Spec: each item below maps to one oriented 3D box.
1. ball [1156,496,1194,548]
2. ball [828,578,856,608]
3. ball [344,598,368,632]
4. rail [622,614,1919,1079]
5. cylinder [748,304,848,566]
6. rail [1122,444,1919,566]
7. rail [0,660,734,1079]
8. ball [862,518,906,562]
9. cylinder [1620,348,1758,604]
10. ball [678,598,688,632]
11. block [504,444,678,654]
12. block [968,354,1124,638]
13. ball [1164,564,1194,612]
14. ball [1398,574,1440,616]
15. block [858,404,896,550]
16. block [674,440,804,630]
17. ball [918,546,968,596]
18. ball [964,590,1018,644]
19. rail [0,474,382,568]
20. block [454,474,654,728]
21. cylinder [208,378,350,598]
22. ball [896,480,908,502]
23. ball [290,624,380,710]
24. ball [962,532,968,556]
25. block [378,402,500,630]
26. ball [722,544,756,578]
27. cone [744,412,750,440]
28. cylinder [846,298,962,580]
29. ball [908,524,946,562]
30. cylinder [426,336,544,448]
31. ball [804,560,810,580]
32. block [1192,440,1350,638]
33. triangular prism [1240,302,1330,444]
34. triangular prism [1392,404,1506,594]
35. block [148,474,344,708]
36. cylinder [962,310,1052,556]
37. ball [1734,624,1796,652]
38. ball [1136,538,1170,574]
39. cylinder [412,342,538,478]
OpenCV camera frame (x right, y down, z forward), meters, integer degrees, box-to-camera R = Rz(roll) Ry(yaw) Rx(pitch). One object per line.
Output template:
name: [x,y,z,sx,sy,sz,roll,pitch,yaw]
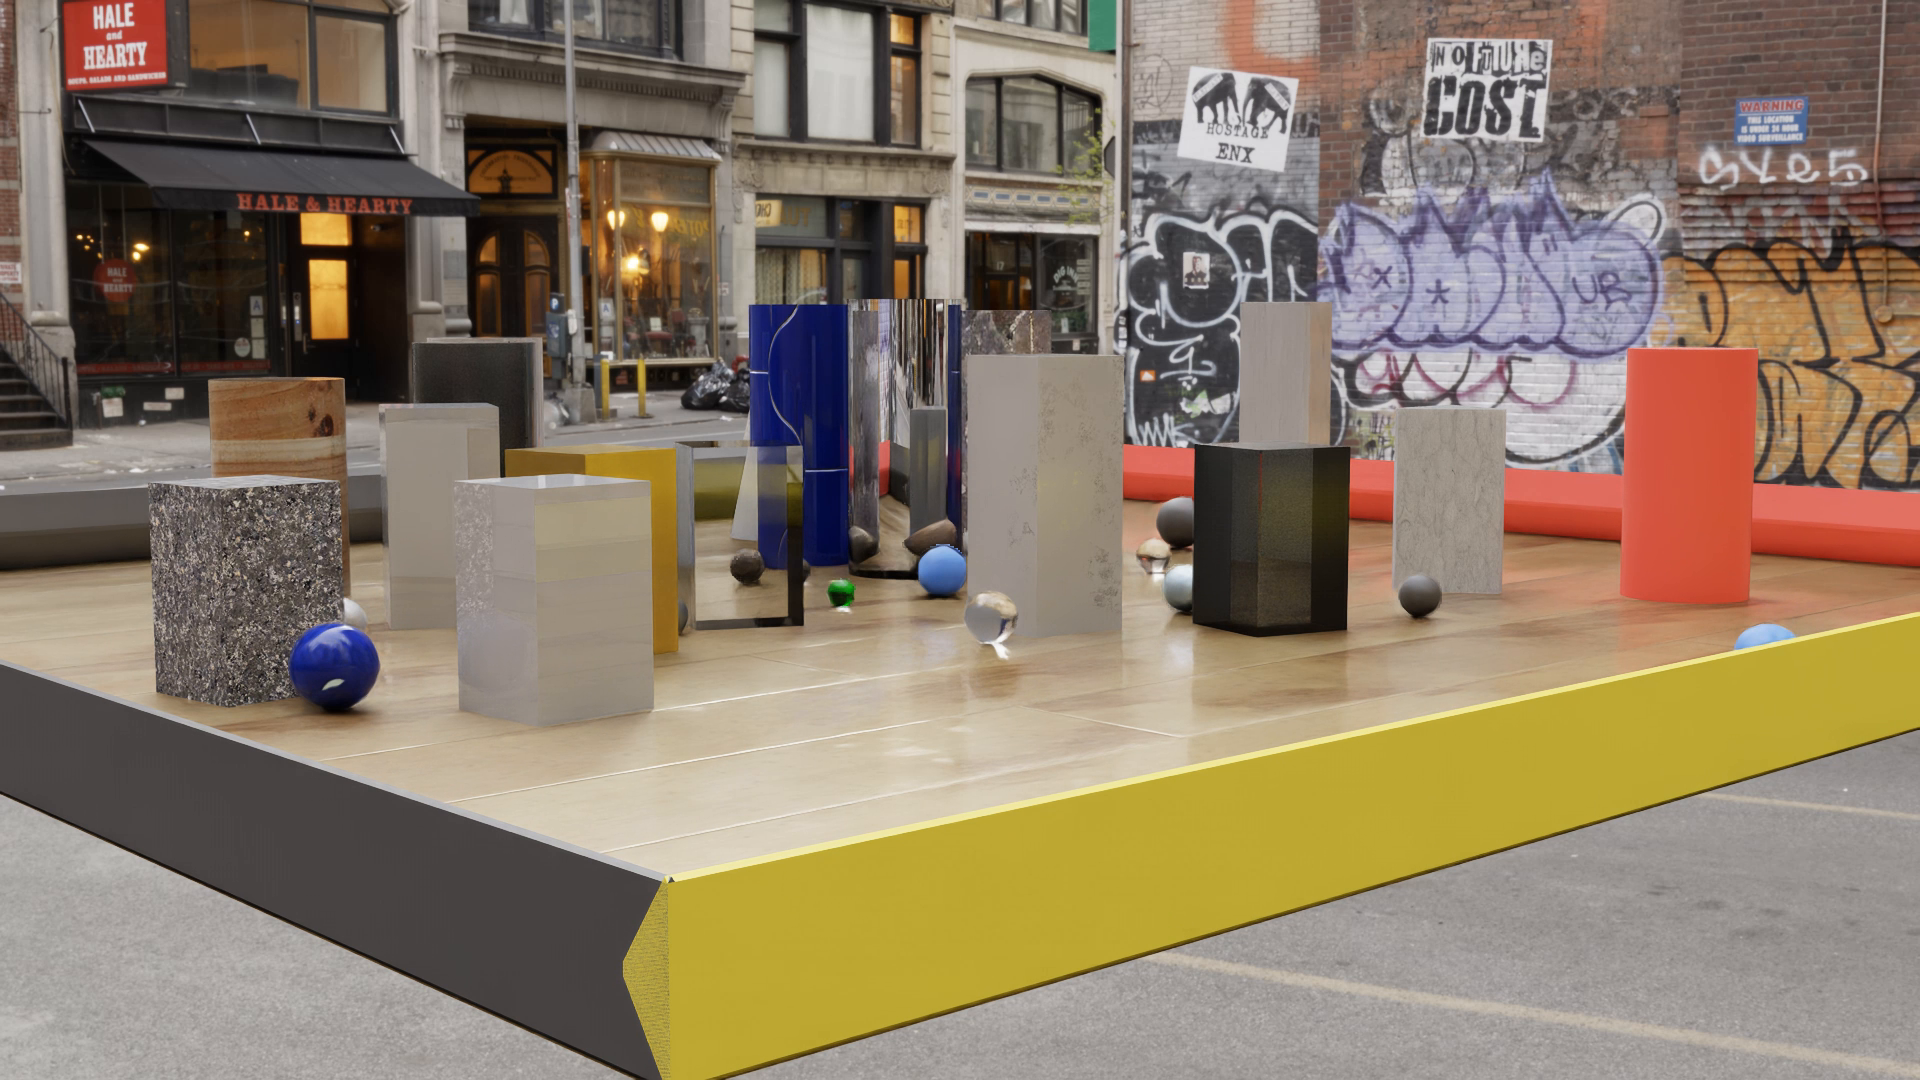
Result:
ball: [0.414,-0.033,4.111,0.095,0.095,0.095,0,6,0]
ball: [-0.178,0.079,3.292,0.042,0.042,0.042,0,6,0]
ball: [-0.814,0.109,2.889,0.067,0.067,0.067,0,6,0]
rail: [0.956,0.141,2.302,3.092,0.125,0.045,-6,8,-42]
cylinder: [-0.274,-0.188,3.876,0.192,0.452,0.192,0,6,0]
rail: [1.119,-0.076,4.359,0.045,0.125,2.867,-6,8,-42]
rail: [-1.119,0.140,2.305,0.045,0.125,2.867,-6,8,-42]
ball: [-0.135,-0.001,3.887,0.076,0.076,0.076,0,6,0]
cylinder: [1.128,-0.104,3.406,0.192,0.383,0.192,0,6,0]
ball: [-0.398,0.104,3.009,0.053,0.053,0.053,0,6,0]
block: [-0.475,0.015,2.844,0.154,0.265,0.154,5,8,39]
block: [0.118,-0.067,3.066,0.154,0.380,0.154,-5,8,-37]
ball: [0.334,0.071,3.243,0.069,0.069,0.069,0,6,0]
ball: [0.668,0.080,3.195,0.060,0.060,0.060,0,6,0]
block: [-0.224,-0.119,4.128,0.154,0.261,0.154,-4,7,-33]
block: [-0.317,-0.011,3.134,0.154,0.254,0.154,-2,6,-18]
ball: [-0.027,0.049,3.410,0.078,0.078,0.078,0,6,0]
ball: [0.042,0.102,2.935,0.071,0.071,0.071,0,6,0]
rail: [-0.956,-0.076,4.362,3.092,0.125,0.045,-6,8,-42]
block: [-0.450,0.062,2.441,0.154,0.255,0.154,6,8,44]
cylinder: [-1.004,-0.067,3.249,0.192,0.341,0.192,0,6,0]
ball: [-0.148,-0.113,5.066,0.053,0.053,0.053,0,6,0]
ball: [-0.696,0.141,2.449,0.096,0.096,0.096,0,6,0]
ball: [0.030,0.006,3.928,0.055,0.055,0.055,0,6,0]
block: [-0.740,-0.038,3.133,0.154,0.308,0.154,-2,6,-18]
ball: [-0.365,0.035,3.637,0.057,0.057,0.057,0,6,0]
cone: [-0.374,-0.237,4.358,0.192,0.448,0.192,0,6,0]
cylinder: [-0.093,-0.174,3.699,0.192,0.460,0.192,0,6,0]
ball: [-0.058,0.007,3.851,0.069,0.069,0.069,0,6,0]
cylinder: [-0.805,-0.146,3.747,0.192,0.396,0.192,0,6,0]
ball: [-0.264,0.049,3.588,0.040,0.040,0.040,0,6,0]
block: [0.434,-0.005,3.077,0.154,0.255,0.154,-3,7,-28]
triangular prism: [0.617,-0.202,3.983,0.144,0.456,0.166,-5,8,-37]
triangular prism: [0.783,-0.069,3.523,0.166,0.289,0.144,1,6,13]
block: [-0.828,0.054,2.558,0.154,0.245,0.154,5,8,40]
cylinder: [0.071,-0.199,4.031,0.192,0.441,0.192,0,6,0]
ball: [0.948,0.136,2.582,0.077,0.077,0.077,0,6,0]
ball: [0.327,0.027,3.715,0.058,0.058,0.058,0,6,0]
cylinder: [-0.772,-0.119,3.510,0.192,0.391,0.192,0,6,0]
